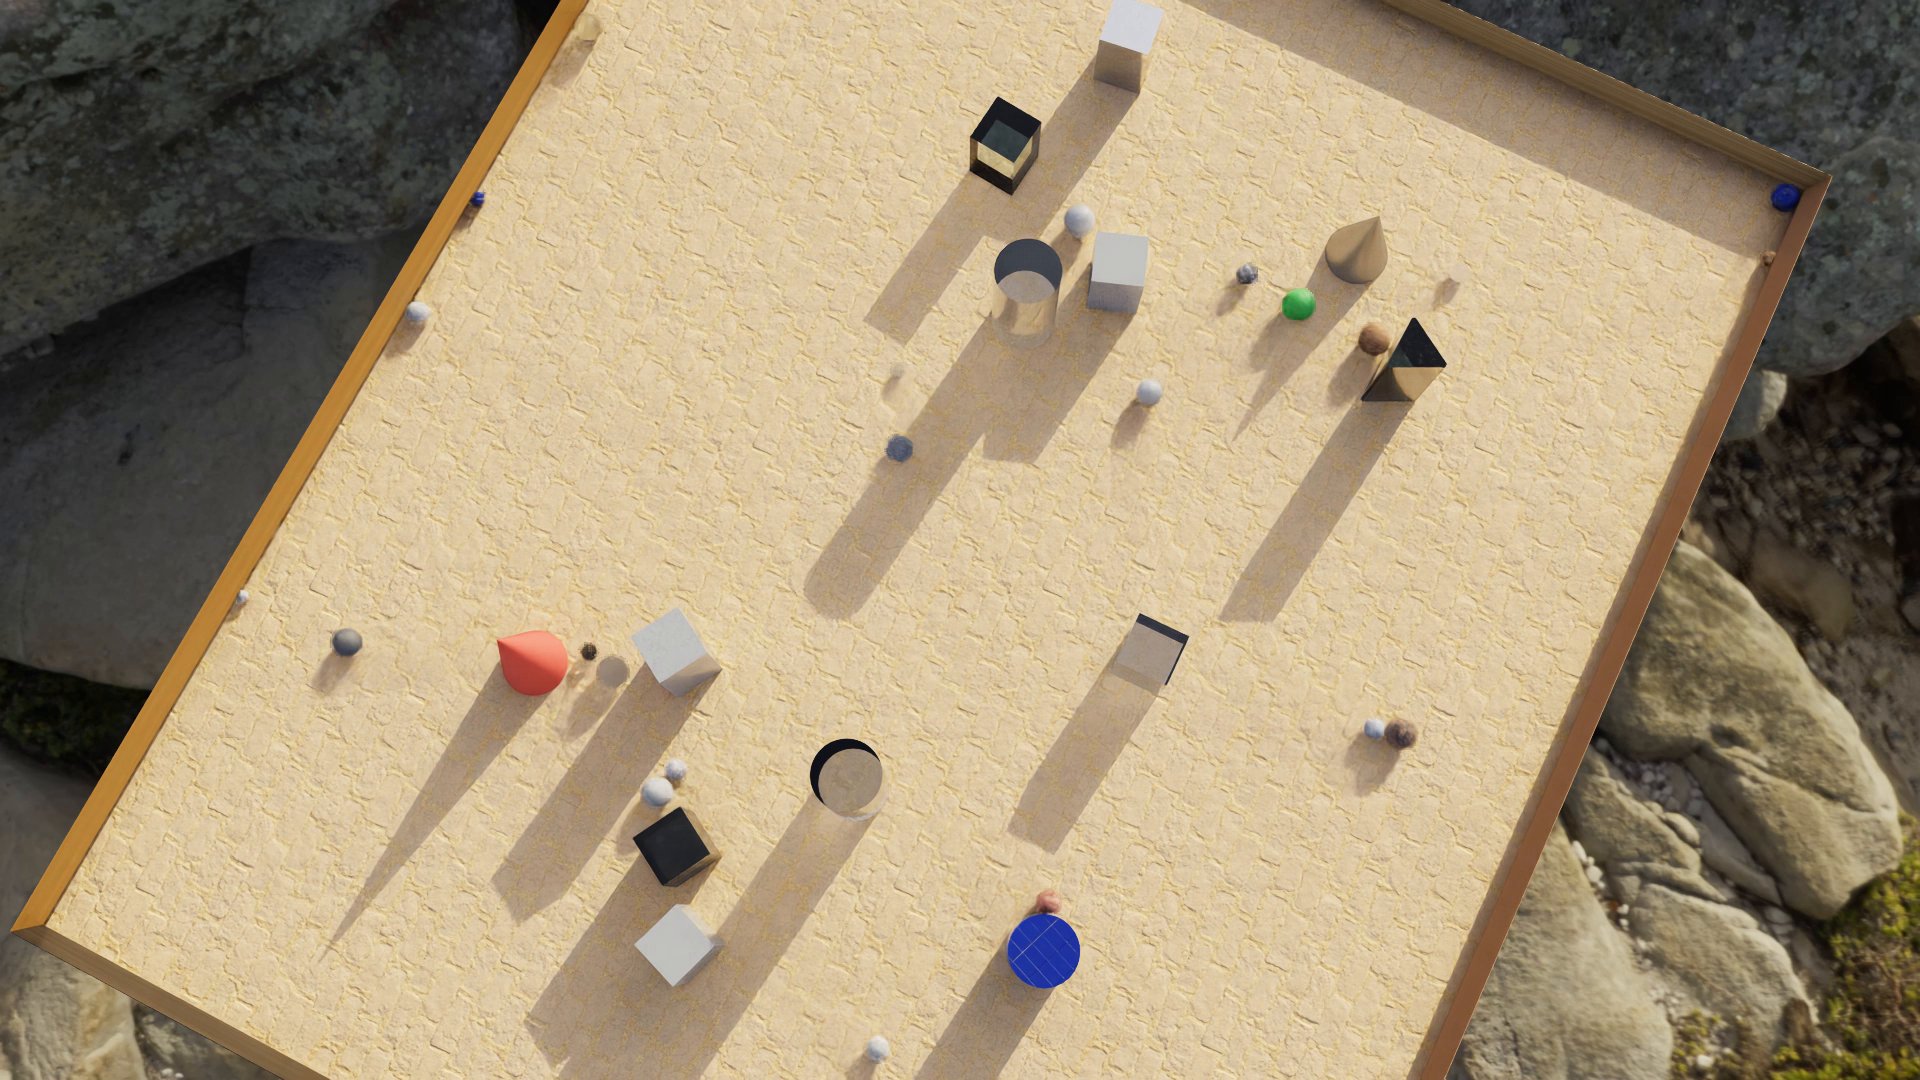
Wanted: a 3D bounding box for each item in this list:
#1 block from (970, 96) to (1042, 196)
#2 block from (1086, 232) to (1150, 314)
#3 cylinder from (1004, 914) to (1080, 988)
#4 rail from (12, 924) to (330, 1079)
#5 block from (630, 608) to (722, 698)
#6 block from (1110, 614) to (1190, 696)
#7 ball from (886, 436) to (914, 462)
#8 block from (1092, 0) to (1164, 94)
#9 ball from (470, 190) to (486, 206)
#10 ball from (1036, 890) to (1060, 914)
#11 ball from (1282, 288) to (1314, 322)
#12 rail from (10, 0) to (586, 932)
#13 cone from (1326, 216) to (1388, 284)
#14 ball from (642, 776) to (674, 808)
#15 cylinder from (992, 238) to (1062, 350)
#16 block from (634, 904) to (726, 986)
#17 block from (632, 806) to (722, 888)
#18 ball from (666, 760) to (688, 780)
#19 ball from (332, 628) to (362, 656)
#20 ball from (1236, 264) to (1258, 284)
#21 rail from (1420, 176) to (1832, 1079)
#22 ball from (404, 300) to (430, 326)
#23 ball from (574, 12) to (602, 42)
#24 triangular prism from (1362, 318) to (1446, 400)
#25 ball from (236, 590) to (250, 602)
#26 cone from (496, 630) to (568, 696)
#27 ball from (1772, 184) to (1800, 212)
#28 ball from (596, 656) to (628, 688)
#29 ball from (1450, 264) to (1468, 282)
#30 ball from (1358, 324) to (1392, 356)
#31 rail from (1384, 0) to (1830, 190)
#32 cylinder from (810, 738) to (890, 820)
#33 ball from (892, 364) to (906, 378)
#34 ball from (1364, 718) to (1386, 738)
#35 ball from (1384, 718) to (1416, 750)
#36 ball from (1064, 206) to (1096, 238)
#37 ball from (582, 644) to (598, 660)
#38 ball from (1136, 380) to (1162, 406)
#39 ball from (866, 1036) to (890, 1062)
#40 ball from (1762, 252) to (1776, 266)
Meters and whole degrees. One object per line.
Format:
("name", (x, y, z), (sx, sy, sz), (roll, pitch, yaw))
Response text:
("block", (0.140, -1.231, 5.739), (0.160, 0.260, 0.160), (32, 80, 6))
("block", (0.484, -0.823, 5.658), (0.160, 0.253, 0.160), (6, 78, 1))
("cylinder", (0.231, 1.164, 5.200), (0.199, 0.343, 0.199), (0, 78, 0))
("rail", (-0.996, 1.957, 5.144), (3.842, 0.130, 0.045), (26, 80, 5))
("block", (-0.826, 0.333, 5.370), (0.160, 0.348, 0.160), (-33, 80, -6))
("block", (0.559, 0.340, 5.421), (0.160, 0.246, 0.160), (25, 79, 5))
("ball", (-0.185, -0.280, 5.632), (0.084, 0.084, 0.084), (0, 78, 0))
("block", (0.532, -1.565, 5.800), (0.160, 0.276, 0.160), (19, 79, 4))
("ball", (-1.531, -1.083, 5.816), (0.049, 0.049, 0.049), (0, 78, 0))
("ball", (0.258, 1.060, 5.361), (0.071, 0.071, 0.071), (0, 78, 0))
("ball", (1.054, -0.733, 5.718), (0.100, 0.100, 0.100), (0, 78, 0))
("rail", (-1.697, -0.824, 5.720), (0.045, 0.130, 4.500), (26, 80, 5))
("cone", (1.256, -0.938, 5.644), (0.199, 0.326, 0.199), (0, 78, 0))
("ball", (-0.893, 0.746, 5.415), (0.092, 0.092, 0.092), (0, 78, 0))
("cylinder", (0.198, -0.737, 5.543), (0.199, 0.442, 0.199), (0, 78, 0))
("block", (-0.799, 1.159, 5.249), (0.160, 0.249, 0.160), (-44, 82, -8))
("block", (-0.814, 0.889, 5.296), (0.160, 0.268, 0.160), (-33, 80, -7))
("ball", (-0.841, 0.684, 5.443), (0.064, 0.064, 0.064), (0, 78, 0))
("ball", (-1.841, 0.307, 5.510), (0.085, 0.085, 0.085), (0, 78, 0))
("ball", (0.901, -0.834, 5.756), (0.065, 0.065, 0.065), (0, 78, 0))
("rail", (1.697, 0.838, 5.376), (0.045, 0.130, 4.500), (26, 80, 5))
("ball", (-1.694, -0.709, 5.725), (0.076, 0.076, 0.076), (0, 78, 0))
("ball", (-1.199, -1.654, 5.913), (0.090, 0.090, 0.090), (0, 78, 0))
("triangular prism", (1.335, -0.545, 5.546), (0.173, 0.360, 0.150), (0, 78, 0))
("ball", (-2.178, 0.171, 5.560), (0.042, 0.042, 0.042), (0, 78, 0))
("cone", (-1.285, 0.324, 5.310), (0.199, 0.470, 0.199), (0, 78, 0))
("ball", (2.612, -1.082, 5.798), (0.084, 0.084, 0.084), (0, 78, 0))
("ball", (-1.041, 0.395, 5.487), (0.093, 0.093, 0.093), (0, 78, 0))
("ball", (1.569, -0.839, 5.762), (0.056, 0.056, 0.056), (0, 78, 0))
("ball", (1.290, -0.622, 5.695), (0.099, 0.099, 0.099), (0, 78, 0))
("rail", (0.996, -1.943, 5.952), (3.842, 0.130, 0.045), (26, 80, 5))
("cylinder", (-0.310, 0.689, 5.232), (0.199, 0.474, 0.199), (0, 78, 0))
("ball", (-0.188, -0.527, 5.705), (0.041, 0.041, 0.041), (0, 78, 0))
("ball", (1.237, 0.562, 5.469), (0.061, 0.061, 0.061), (0, 78, 0))
("ball", (1.310, 0.577, 5.450), (0.093, 0.093, 0.093), (0, 78, 0))
("ball", (0.377, -1.002, 5.773), (0.100, 0.100, 0.100), (0, 78, 0))
("ball", (-1.116, 0.339, 5.521), (0.050, 0.050, 0.050), (0, 78, 0))
("ball", (0.586, -0.456, 5.670), (0.082, 0.082, 0.082), (0, 78, 0))
("ball", (-0.237, 1.465, 5.277), (0.071, 0.071, 0.071), (0, 78, 0))
("ball", (2.554, -0.885, 5.776), (0.046, 0.046, 0.046), (0, 78, 0))
